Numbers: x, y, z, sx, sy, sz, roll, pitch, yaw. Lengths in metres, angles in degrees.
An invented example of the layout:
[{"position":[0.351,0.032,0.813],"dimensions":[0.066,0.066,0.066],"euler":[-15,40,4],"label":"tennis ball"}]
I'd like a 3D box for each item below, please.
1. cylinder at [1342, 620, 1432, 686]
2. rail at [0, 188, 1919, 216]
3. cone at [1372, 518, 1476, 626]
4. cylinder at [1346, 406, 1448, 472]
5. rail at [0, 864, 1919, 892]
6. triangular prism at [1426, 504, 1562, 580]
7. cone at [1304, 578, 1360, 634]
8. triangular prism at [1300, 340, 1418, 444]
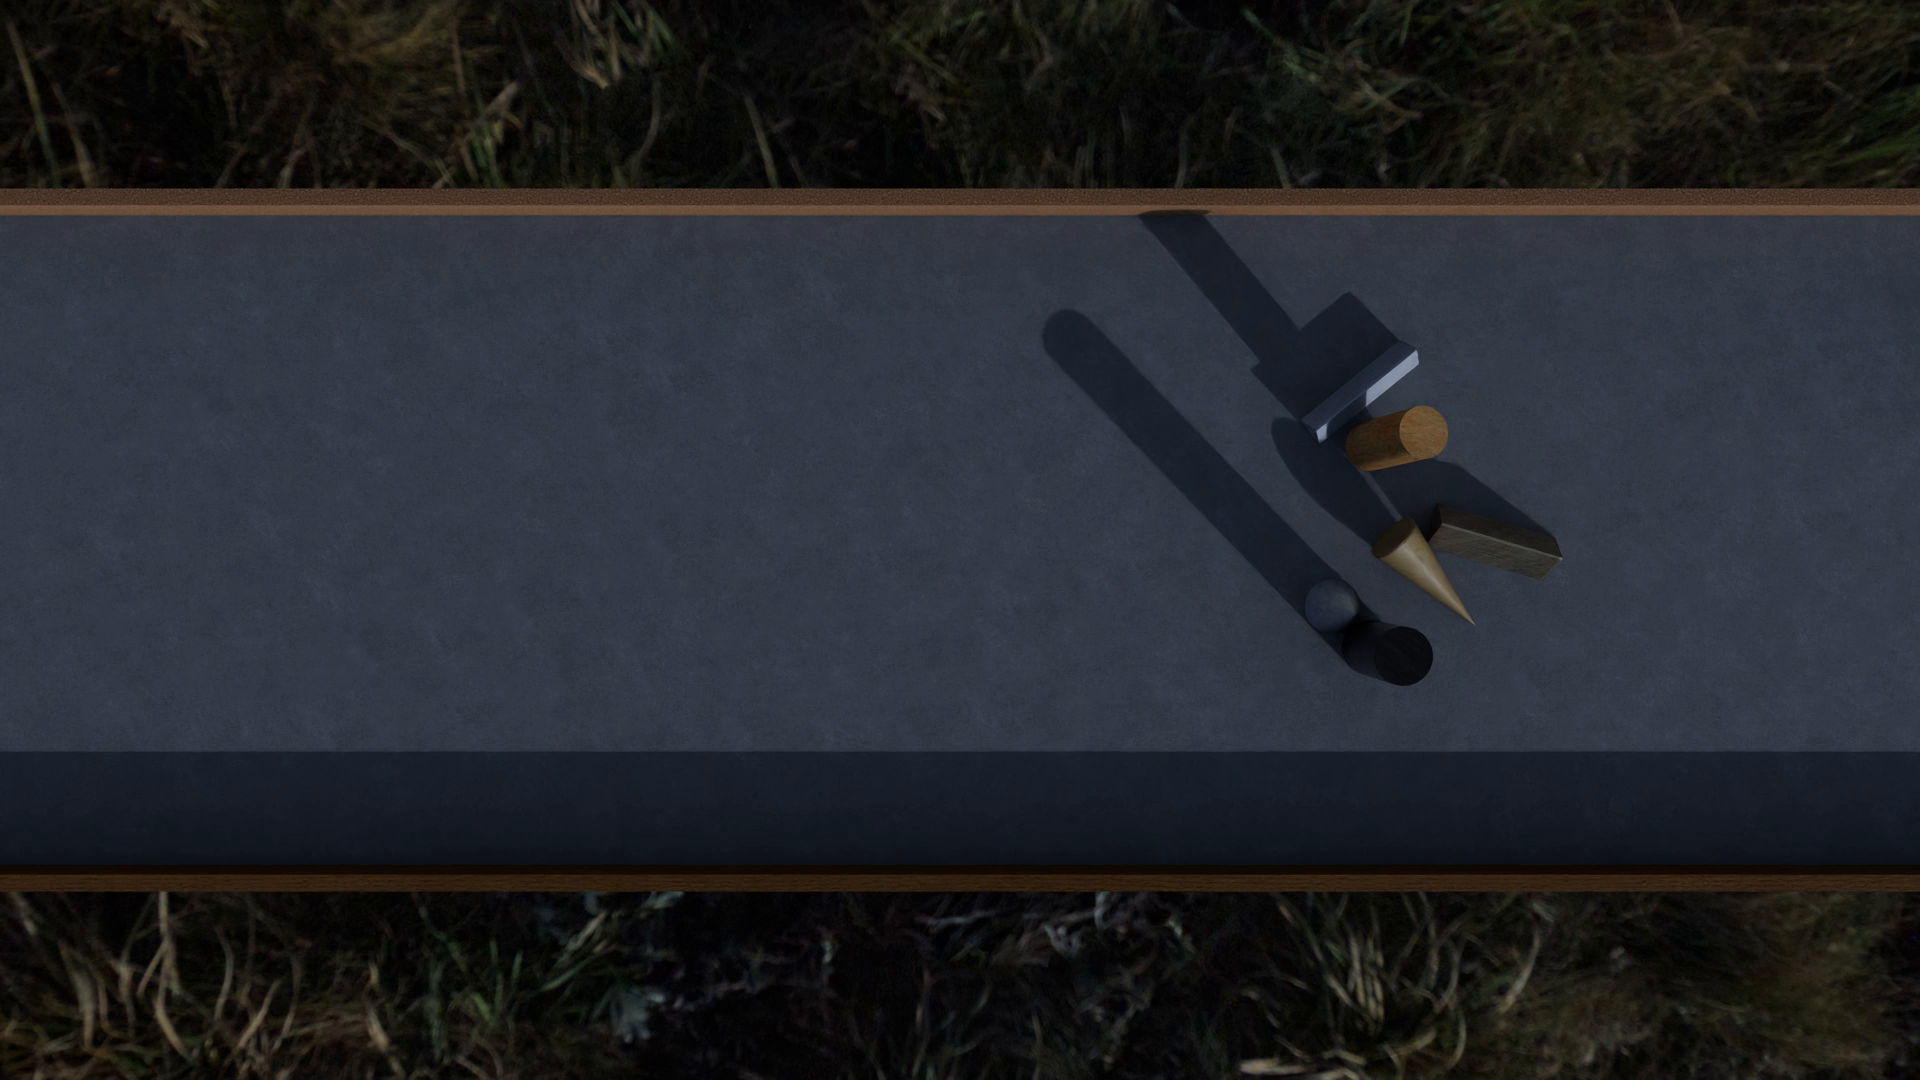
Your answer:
[{"position":[1.258,0.330,4.872],"dimensions":[0.168,0.407,0.168],"euler":[0,90,1],"label":"cylinder"},{"position":[-2.247,-1.025,5.002],"dimensions":[12.000,0.150,0.050],"euler":[0,90,0],"label":"rail"},{"position":[1.451,0.129,5.037],"dimensions":[0.162,0.162,0.400],"euler":[-45,101,0],"label":"cone"},{"position":[1.291,-0.298,4.894],"dimensions":[0.153,0.339,0.153],"euler":[1,86,-13],"label":"cylinder"},{"position":[-2.247,1.025,5.001],"dimensions":[12.000,0.150,0.050],"euler":[0,90,0],"label":"rail"},{"position":[1.629,0.005,5.014],"dimensions":[0.378,0.118,0.136],"euler":[16,90,0],"label":"triangular prism"},{"position":[1.135,0.208,4.877],"dimensions":[0.169,0.388,0.169],"euler":[0,91,3],"label":"cone"},{"position":[1.229,-0.455,5.034],"dimensions":[0.392,0.080,0.093],"euler":[-39,90,0],"label":"triangular prism"}]
